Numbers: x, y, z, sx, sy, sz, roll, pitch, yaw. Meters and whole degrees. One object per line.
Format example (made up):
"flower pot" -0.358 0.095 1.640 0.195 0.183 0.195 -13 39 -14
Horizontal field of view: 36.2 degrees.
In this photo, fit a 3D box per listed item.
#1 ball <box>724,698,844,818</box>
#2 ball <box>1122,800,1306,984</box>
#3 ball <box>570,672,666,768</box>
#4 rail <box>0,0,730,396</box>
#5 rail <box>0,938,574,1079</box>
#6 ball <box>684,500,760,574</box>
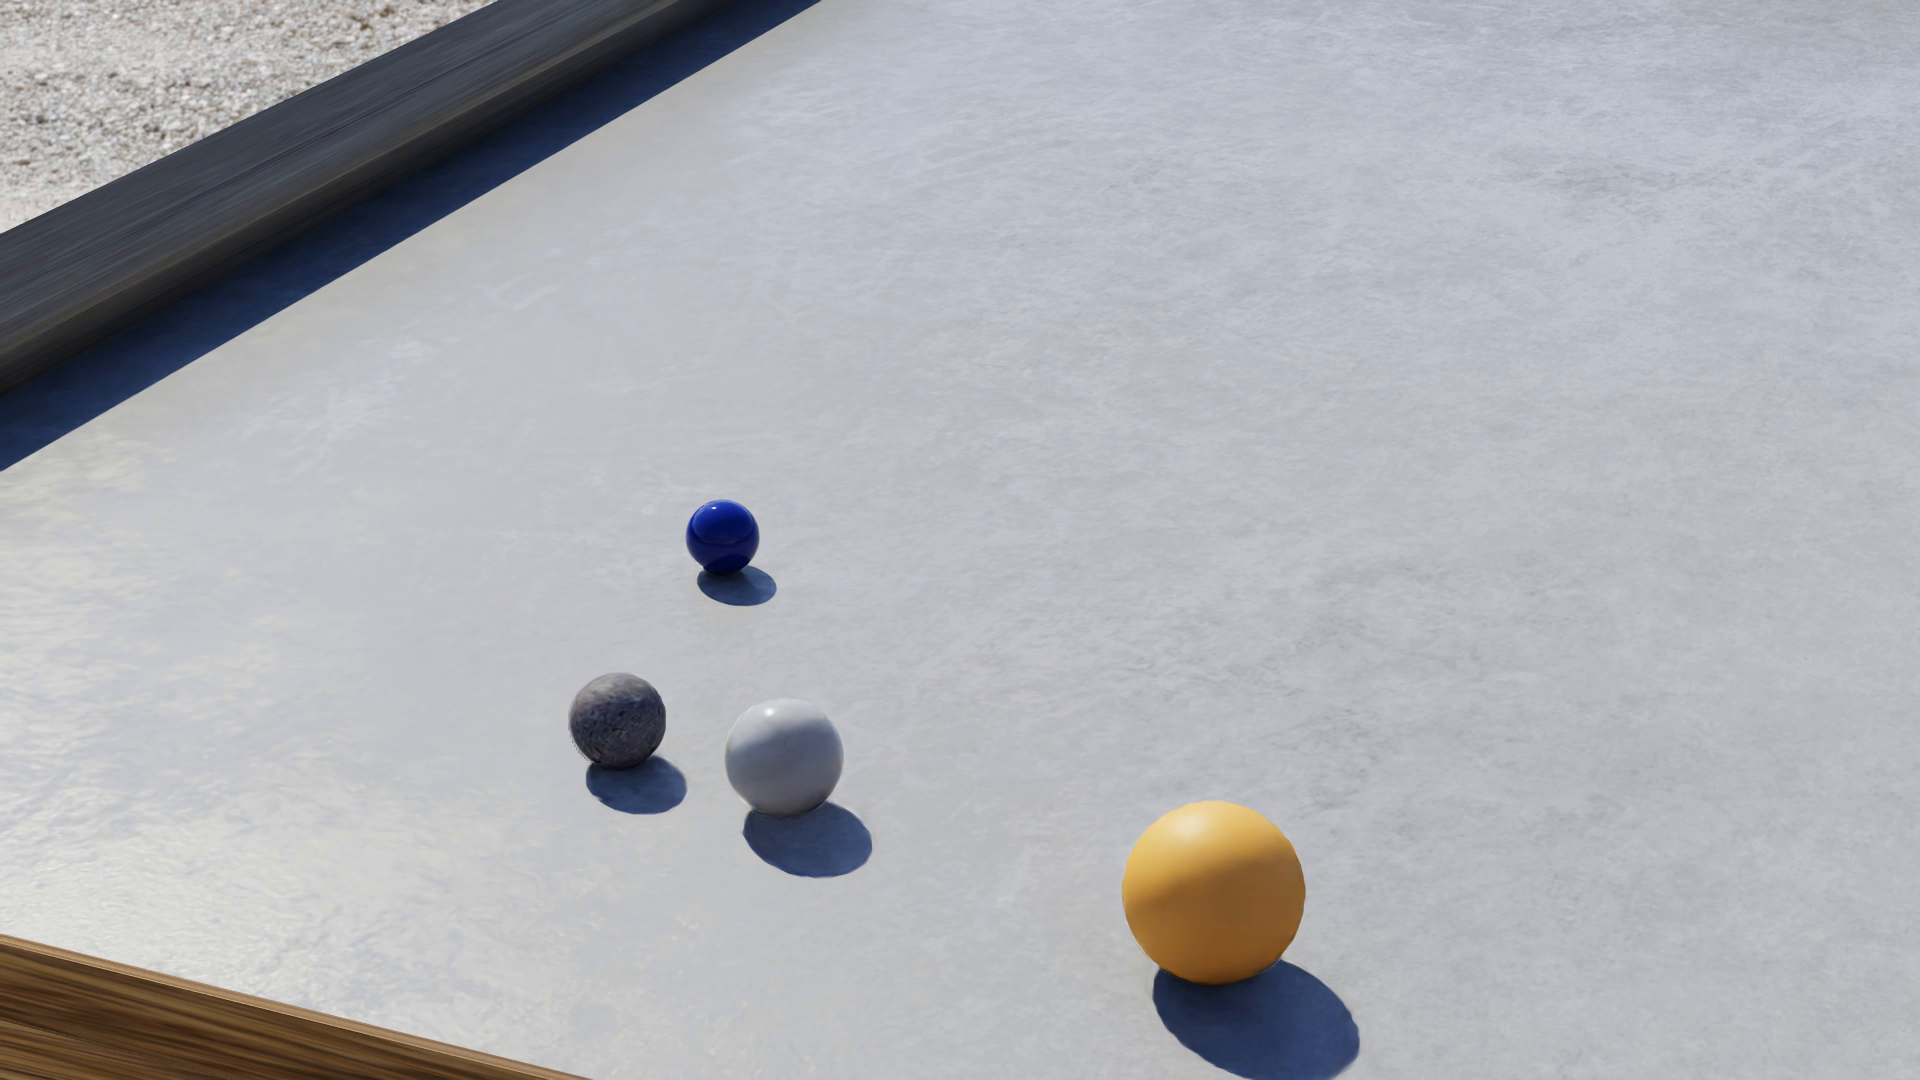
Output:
"ball" -0.098 0.120 1.628 0.067 0.067 0.067 0 25 0
"ball" 0.127 0.177 1.477 0.092 0.092 0.092 0 25 0
"ball" -0.195 0.103 1.680 0.055 0.055 0.055 0 25 0
"rail" -0.440 -0.427 2.742 0.045 0.119 2.887 10 27 20
"rail" -0.260 0.248 1.289 1.573 0.119 0.045 10 27 20
"ball" -0.154 -0.002 1.913 0.049 0.049 0.049 0 25 0
